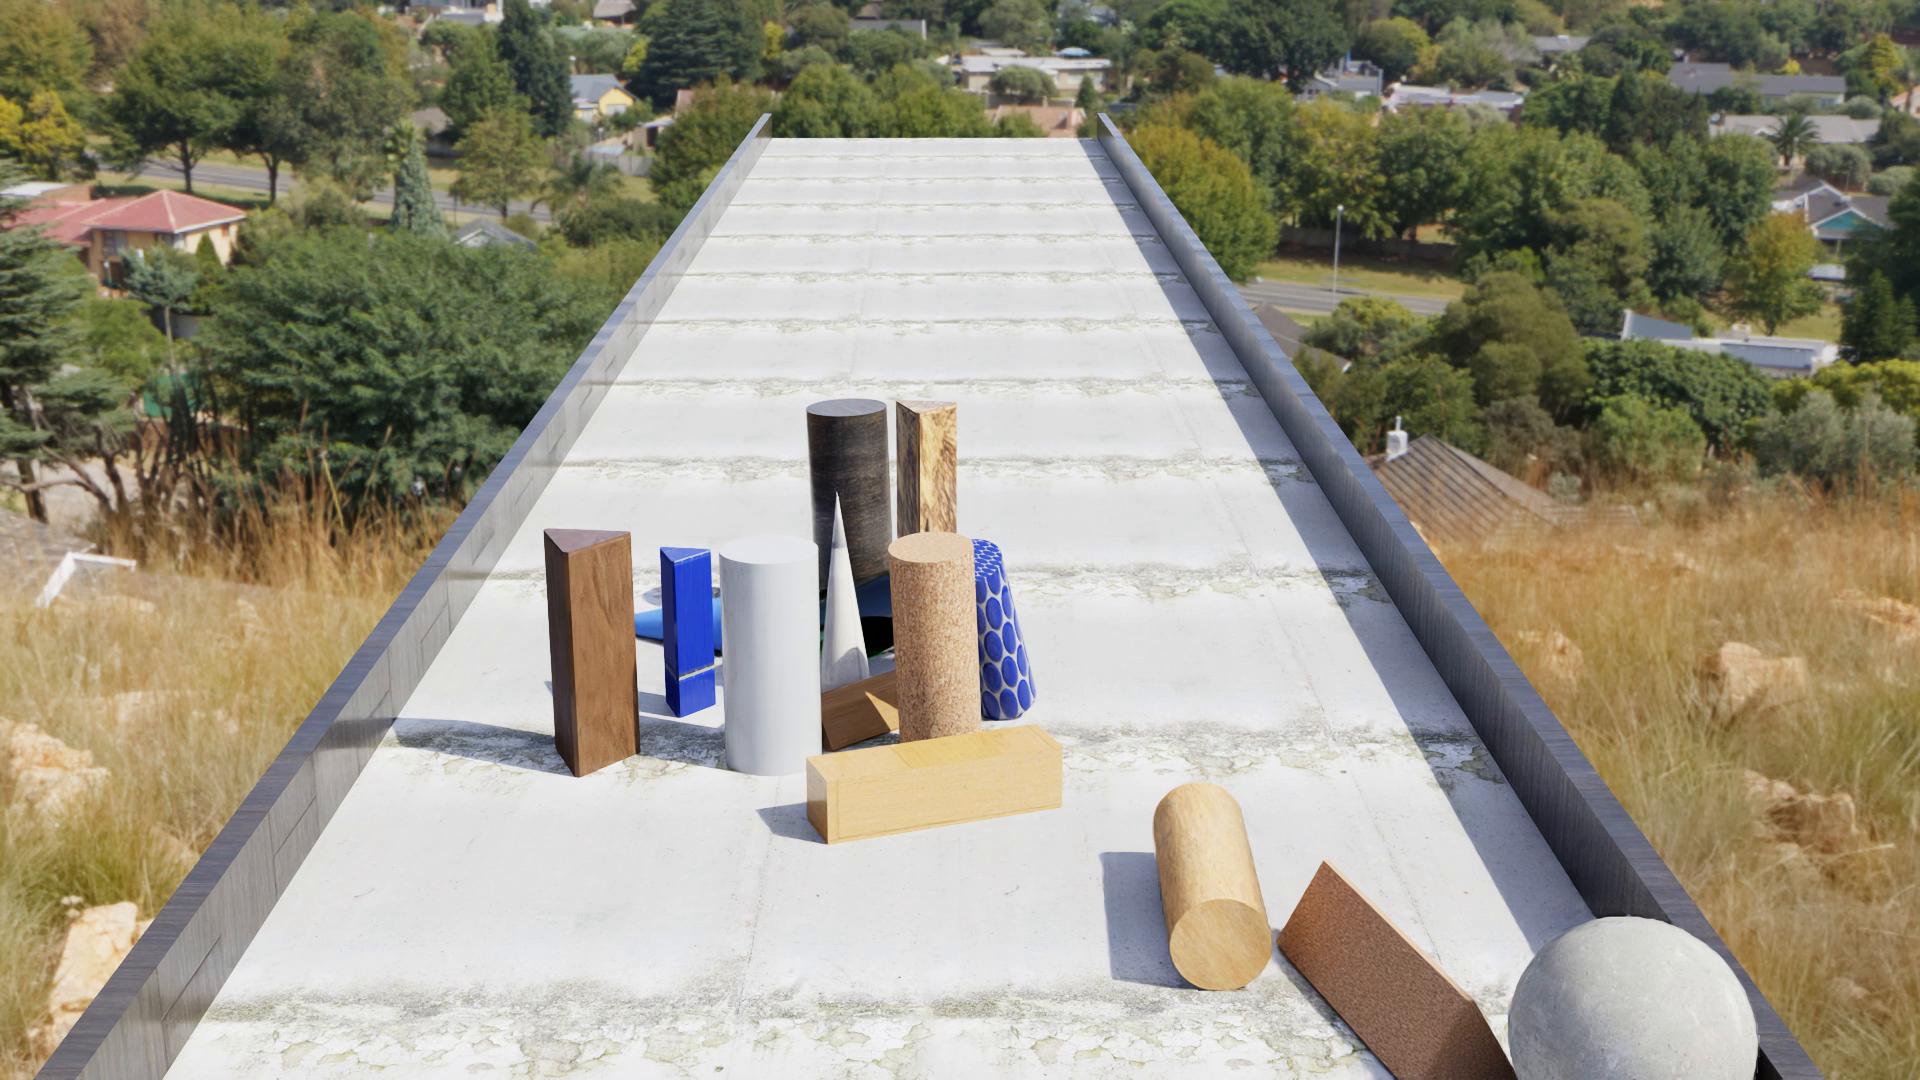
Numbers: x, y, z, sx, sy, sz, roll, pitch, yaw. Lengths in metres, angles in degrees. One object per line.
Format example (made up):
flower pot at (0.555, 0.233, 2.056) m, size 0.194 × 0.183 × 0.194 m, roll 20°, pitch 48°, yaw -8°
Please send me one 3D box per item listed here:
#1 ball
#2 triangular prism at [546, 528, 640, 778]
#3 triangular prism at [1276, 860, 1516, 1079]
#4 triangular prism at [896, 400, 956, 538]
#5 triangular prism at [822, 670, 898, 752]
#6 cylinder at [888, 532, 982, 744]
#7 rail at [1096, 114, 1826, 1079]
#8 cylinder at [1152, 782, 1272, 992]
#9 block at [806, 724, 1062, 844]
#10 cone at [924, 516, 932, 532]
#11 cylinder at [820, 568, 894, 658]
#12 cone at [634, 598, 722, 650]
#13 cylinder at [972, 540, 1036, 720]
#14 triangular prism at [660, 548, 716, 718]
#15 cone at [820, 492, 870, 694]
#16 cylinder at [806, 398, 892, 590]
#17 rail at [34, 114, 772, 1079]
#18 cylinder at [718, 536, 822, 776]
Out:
ball at (0.817, 0.605, 2.680) m, size 0.292 × 0.292 × 0.292 m, roll 0°, pitch 17°, yaw 0°
triangular prism at (-0.673, 0.189, 3.871) m, size 0.133 × 0.411 × 0.154 m, roll 12°, pitch 20°, yaw 35°
triangular prism at (0.592, 0.586, 3.018) m, size 0.148 × 0.128 × 0.439 m, roll -5°, pitch 17°, yaw -15°
triangular prism at (-0.094, -0.104, 4.867) m, size 0.115 × 0.404 × 0.133 m, roll 13°, pitch 21°, yaw 37°
triangular prism at (-0.113, 0.283, 4.108) m, size 0.427 × 0.090 × 0.104 m, roll -16°, pitch 23°, yaw -42°
cylinder at (-0.042, 0.195, 3.861) m, size 0.147 × 0.393 × 0.147 m, roll -2°, pitch 21°, yaw 1°
rail at (0.932, -0.844, 7.801) m, size 0.050 × 0.150 × 12.000 m, roll 0°, pitch 17°, yaw -1°
cylinder at (0.371, 0.507, 3.271) m, size 0.143 × 0.143 × 0.417 m, roll 0°, pitch 17°, yaw 1°
block at (-0.041, 0.405, 3.670) m, size 0.415 × 0.111 × 0.111 m, roll -6°, pitch 18°, yaw -21°
cone at (-0.063, 0.091, 4.239) m, size 0.129 × 0.369 × 0.129 m, roll 1°, pitch 40°, yaw -1°
cylinder at (-0.214, 0.163, 4.398) m, size 0.160 × 0.160 × 0.435 m, roll 15°, pitch 22°, yaw 41°
cone at (-0.624, 0.173, 4.539) m, size 0.401 × 0.121 × 0.121 m, roll -1°, pitch 14°, yaw 27°
cylinder at (0.050, 0.167, 4.032) m, size 0.122 × 0.342 × 0.122 m, roll -9°, pitch 39°, yaw 7°
triangular prism at (-0.527, 0.168, 4.124) m, size 0.084 × 0.307 × 0.096 m, roll 13°, pitch 21°, yaw 37°
cone at (-0.222, 0.110, 4.124) m, size 0.110 × 0.412 × 0.110 m, roll -2°, pitch 13°, yaw 0°
cylinder at (-0.227, -0.053, 4.592) m, size 0.167 × 0.459 × 0.167 m, roll -2°, pitch 16°, yaw 1°
rail at (-1.118, -0.838, 7.780) m, size 0.050 × 0.150 × 12.000 m, roll 0°, pitch 17°, yaw -1°
cylinder at (-0.332, 0.202, 3.865) m, size 0.172 × 0.389 × 0.172 m, roll 0°, pitch 17°, yaw 0°
